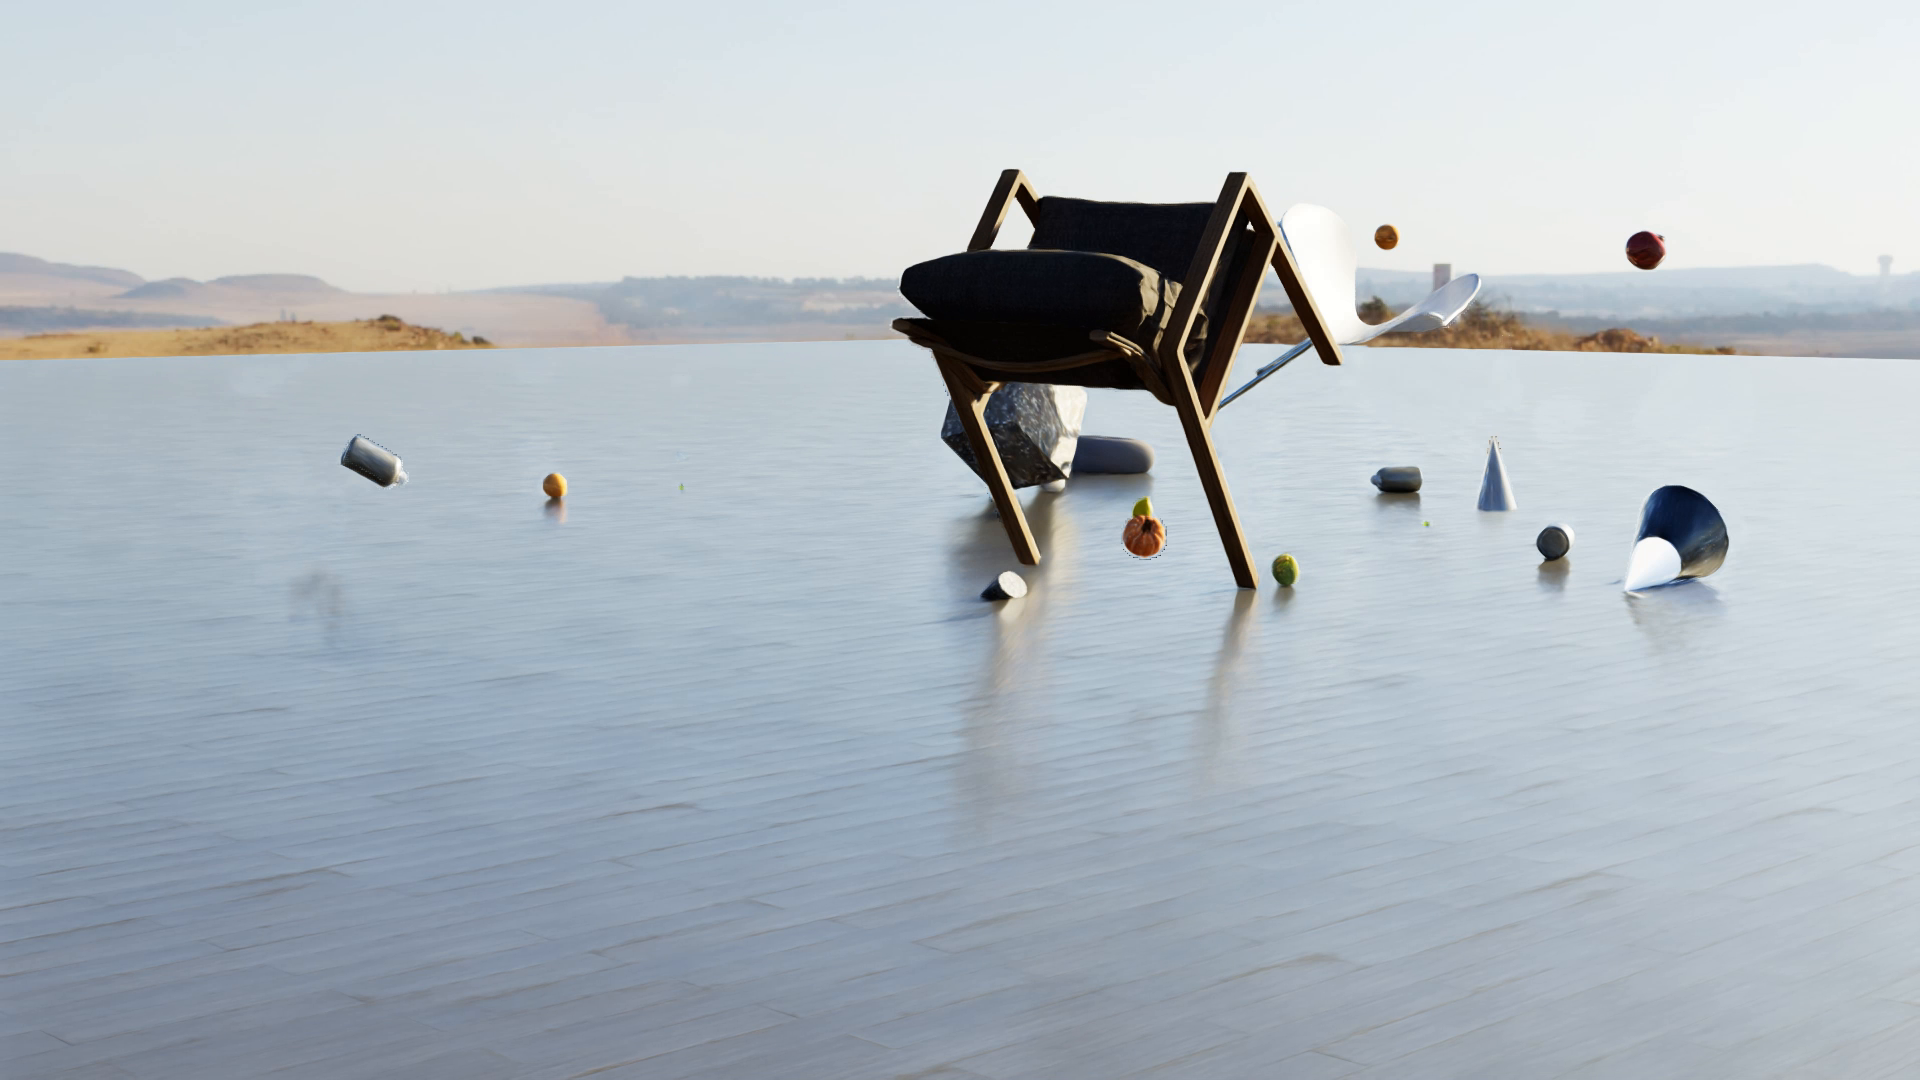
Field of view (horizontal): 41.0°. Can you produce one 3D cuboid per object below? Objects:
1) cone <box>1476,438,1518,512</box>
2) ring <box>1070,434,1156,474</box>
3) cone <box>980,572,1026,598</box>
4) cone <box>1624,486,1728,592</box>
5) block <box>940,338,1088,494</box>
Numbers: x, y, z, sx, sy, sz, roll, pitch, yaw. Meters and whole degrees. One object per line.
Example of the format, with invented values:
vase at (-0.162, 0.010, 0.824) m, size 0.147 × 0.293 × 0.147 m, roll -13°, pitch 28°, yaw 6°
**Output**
cone at (1.511, -0.189, 7.248) m, size 0.117 × 0.212 × 0.143 m, roll -1°, pitch 12°, yaw 18°
ring at (0.465, -0.289, 8.633) m, size 0.388 × 0.117 × 0.226 m, roll 4°, pitch 6°, yaw 10°
cone at (0.074, 0.103, 5.280) m, size 0.085 × 0.052 × 0.100 m, roll -18°, pitch -18°, yaw 32°
cone at (1.478, 0.045, 5.461) m, size 0.203 × 0.225 × 0.286 m, roll 6°, pitch 30°, yaw 41°
block at (0.164, -0.370, 7.683) m, size 0.267 × 0.309 × 0.300 m, roll -11°, pitch -40°, yaw 35°
